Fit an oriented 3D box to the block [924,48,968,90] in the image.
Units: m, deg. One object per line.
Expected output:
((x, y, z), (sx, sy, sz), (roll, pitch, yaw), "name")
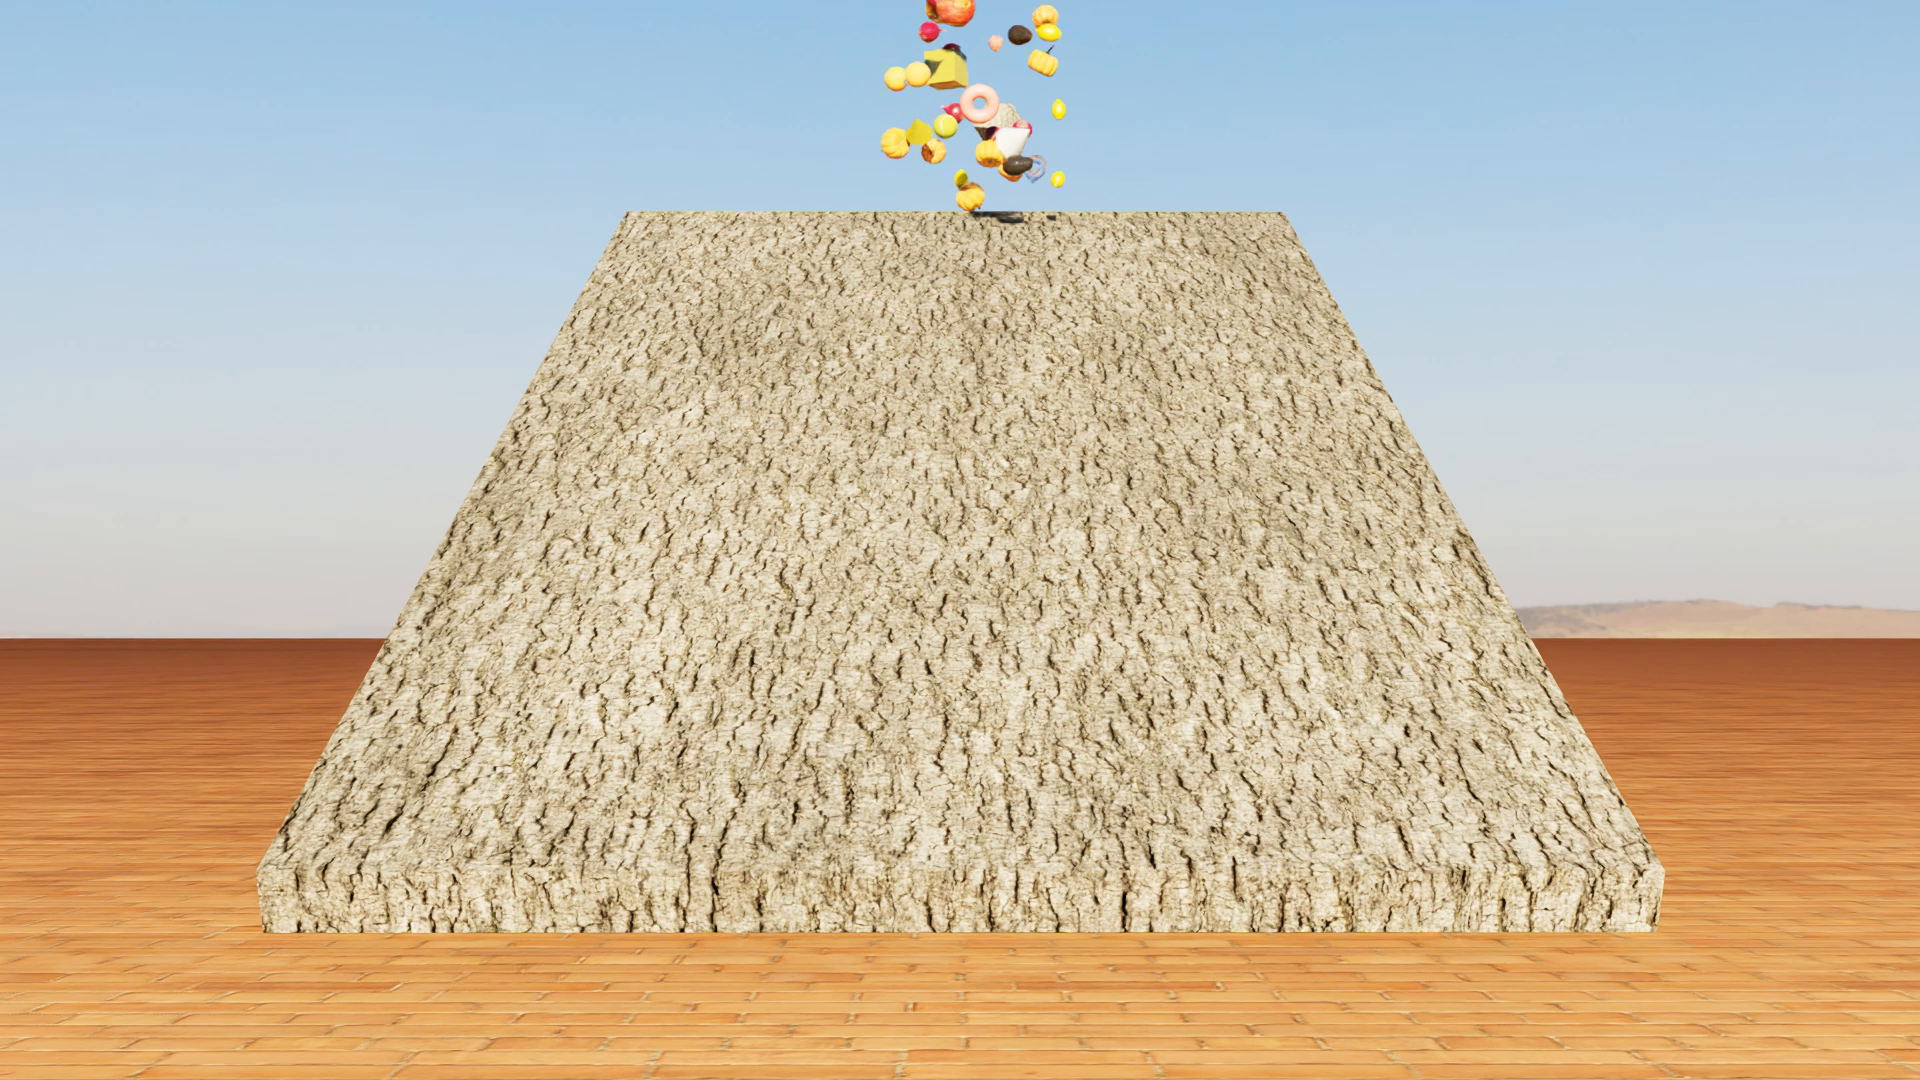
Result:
((-0.041, -1.400, 6.812), (0.096, 0.096, 0.096), (-2, -3, 24), "block")

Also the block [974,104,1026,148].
((0.119, -1.242, 6.865), (0.094, 0.094, 0.094), (13, -24, 37), "block")

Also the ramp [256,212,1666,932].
((-0.006, -0.218, 5.128), (2.000, 0.100, 4.000), (0, 22, 0), "ramp")

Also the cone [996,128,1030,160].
((0.172, -1.156, 6.562), (0.097, 0.097, 0.097), (2, -18, -39), "cone")

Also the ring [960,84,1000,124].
((0.056, -1.249, 6.559), (0.114, 0.114, 0.038), (0, 24, -2), "ring")

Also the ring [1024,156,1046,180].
((0.221, -1.100, 6.759), (0.076, 0.076, 0.025), (2, 31, -33), "ring")
